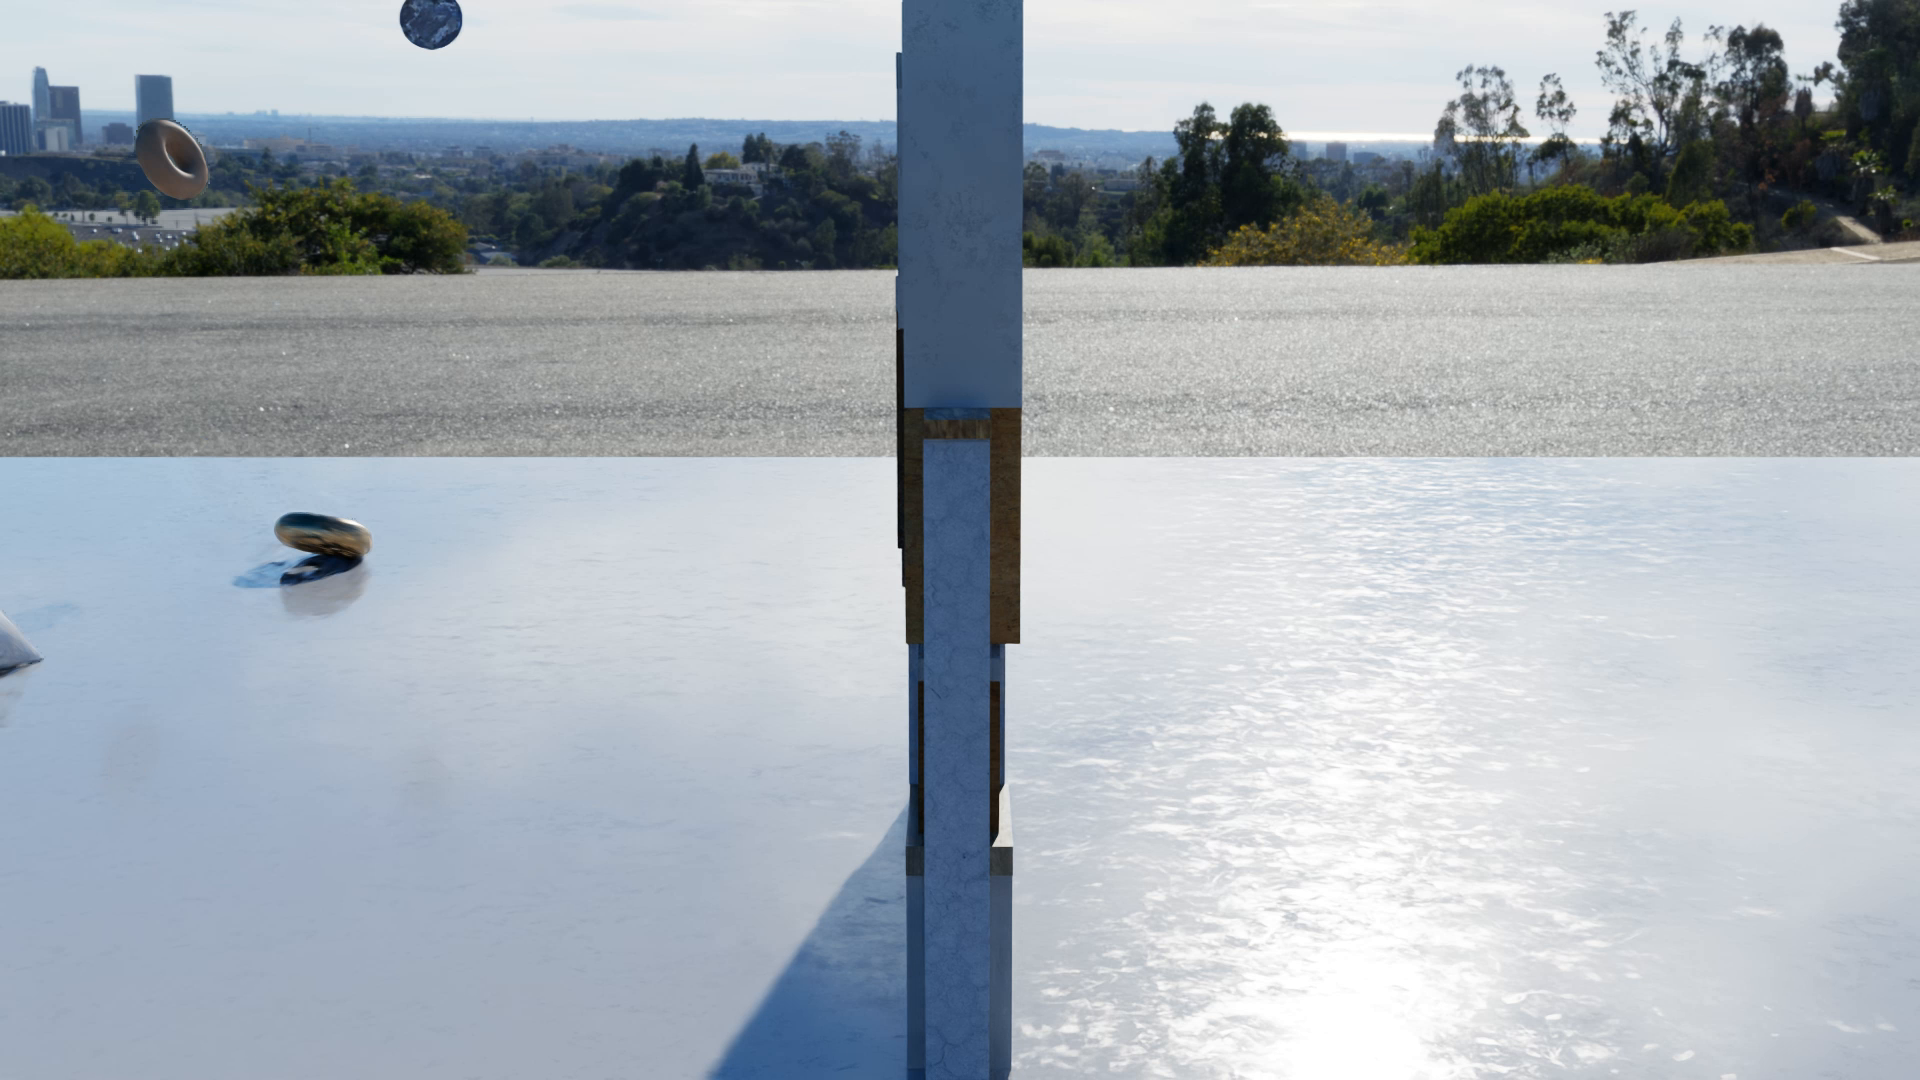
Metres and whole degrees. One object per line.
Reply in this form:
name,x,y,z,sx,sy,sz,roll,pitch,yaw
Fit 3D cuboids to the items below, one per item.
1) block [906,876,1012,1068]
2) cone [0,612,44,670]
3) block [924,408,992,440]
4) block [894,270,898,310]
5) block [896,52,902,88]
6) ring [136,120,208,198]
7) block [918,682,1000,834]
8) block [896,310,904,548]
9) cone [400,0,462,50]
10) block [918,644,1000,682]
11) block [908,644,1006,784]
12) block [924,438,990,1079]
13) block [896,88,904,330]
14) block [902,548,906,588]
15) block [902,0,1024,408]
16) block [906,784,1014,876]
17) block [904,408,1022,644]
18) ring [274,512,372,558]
block,-0.001,0.574,2.978,0.142,0.284,0.040,0,11,0
cone,-2.267,0.252,5.200,0.233,0.233,0.233,8,-13,37
block,-0.003,-0.152,2.797,0.084,0.024,0.167,0,10,0
block,-0.005,-0.388,3.341,0.178,0.050,0.356,0,11,0
block,-0.004,-0.627,2.956,0.155,0.044,0.310,0,10,0
ring,-2.178,-1.051,6.080,0.077,0.232,0.232,-22,3,20
block,-0.001,0.285,2.947,0.108,0.216,0.031,0,11,0
block,-0.004,-0.167,3.262,0.178,0.356,0.050,0,11,0
cone,-1.687,-1.648,7.073,0.197,0.197,0.197,-1,-3,-6
block,-0.001,0.151,2.995,0.108,0.031,0.216,0,11,0
block,-0.004,0.213,3.169,0.139,0.277,0.039,0,10,0
block,-0.004,0.301,2.823,0.084,0.876,0.024,0,10,0
block,-0.004,-0.434,2.886,0.155,0.310,0.044,0,10,0
block,-0.005,-0.157,3.505,0.178,0.464,0.050,0,11,0
block,0.003,-0.545,2.788,0.152,0.753,0.043,0,10,0
block,-0.001,0.398,3.041,0.142,0.040,0.283,0,11,0
block,0.004,-0.051,2.955,0.155,0.380,0.044,0,10,0
ring,-1.886,-0.015,6.517,0.285,0.095,0.285,8,-10,1
